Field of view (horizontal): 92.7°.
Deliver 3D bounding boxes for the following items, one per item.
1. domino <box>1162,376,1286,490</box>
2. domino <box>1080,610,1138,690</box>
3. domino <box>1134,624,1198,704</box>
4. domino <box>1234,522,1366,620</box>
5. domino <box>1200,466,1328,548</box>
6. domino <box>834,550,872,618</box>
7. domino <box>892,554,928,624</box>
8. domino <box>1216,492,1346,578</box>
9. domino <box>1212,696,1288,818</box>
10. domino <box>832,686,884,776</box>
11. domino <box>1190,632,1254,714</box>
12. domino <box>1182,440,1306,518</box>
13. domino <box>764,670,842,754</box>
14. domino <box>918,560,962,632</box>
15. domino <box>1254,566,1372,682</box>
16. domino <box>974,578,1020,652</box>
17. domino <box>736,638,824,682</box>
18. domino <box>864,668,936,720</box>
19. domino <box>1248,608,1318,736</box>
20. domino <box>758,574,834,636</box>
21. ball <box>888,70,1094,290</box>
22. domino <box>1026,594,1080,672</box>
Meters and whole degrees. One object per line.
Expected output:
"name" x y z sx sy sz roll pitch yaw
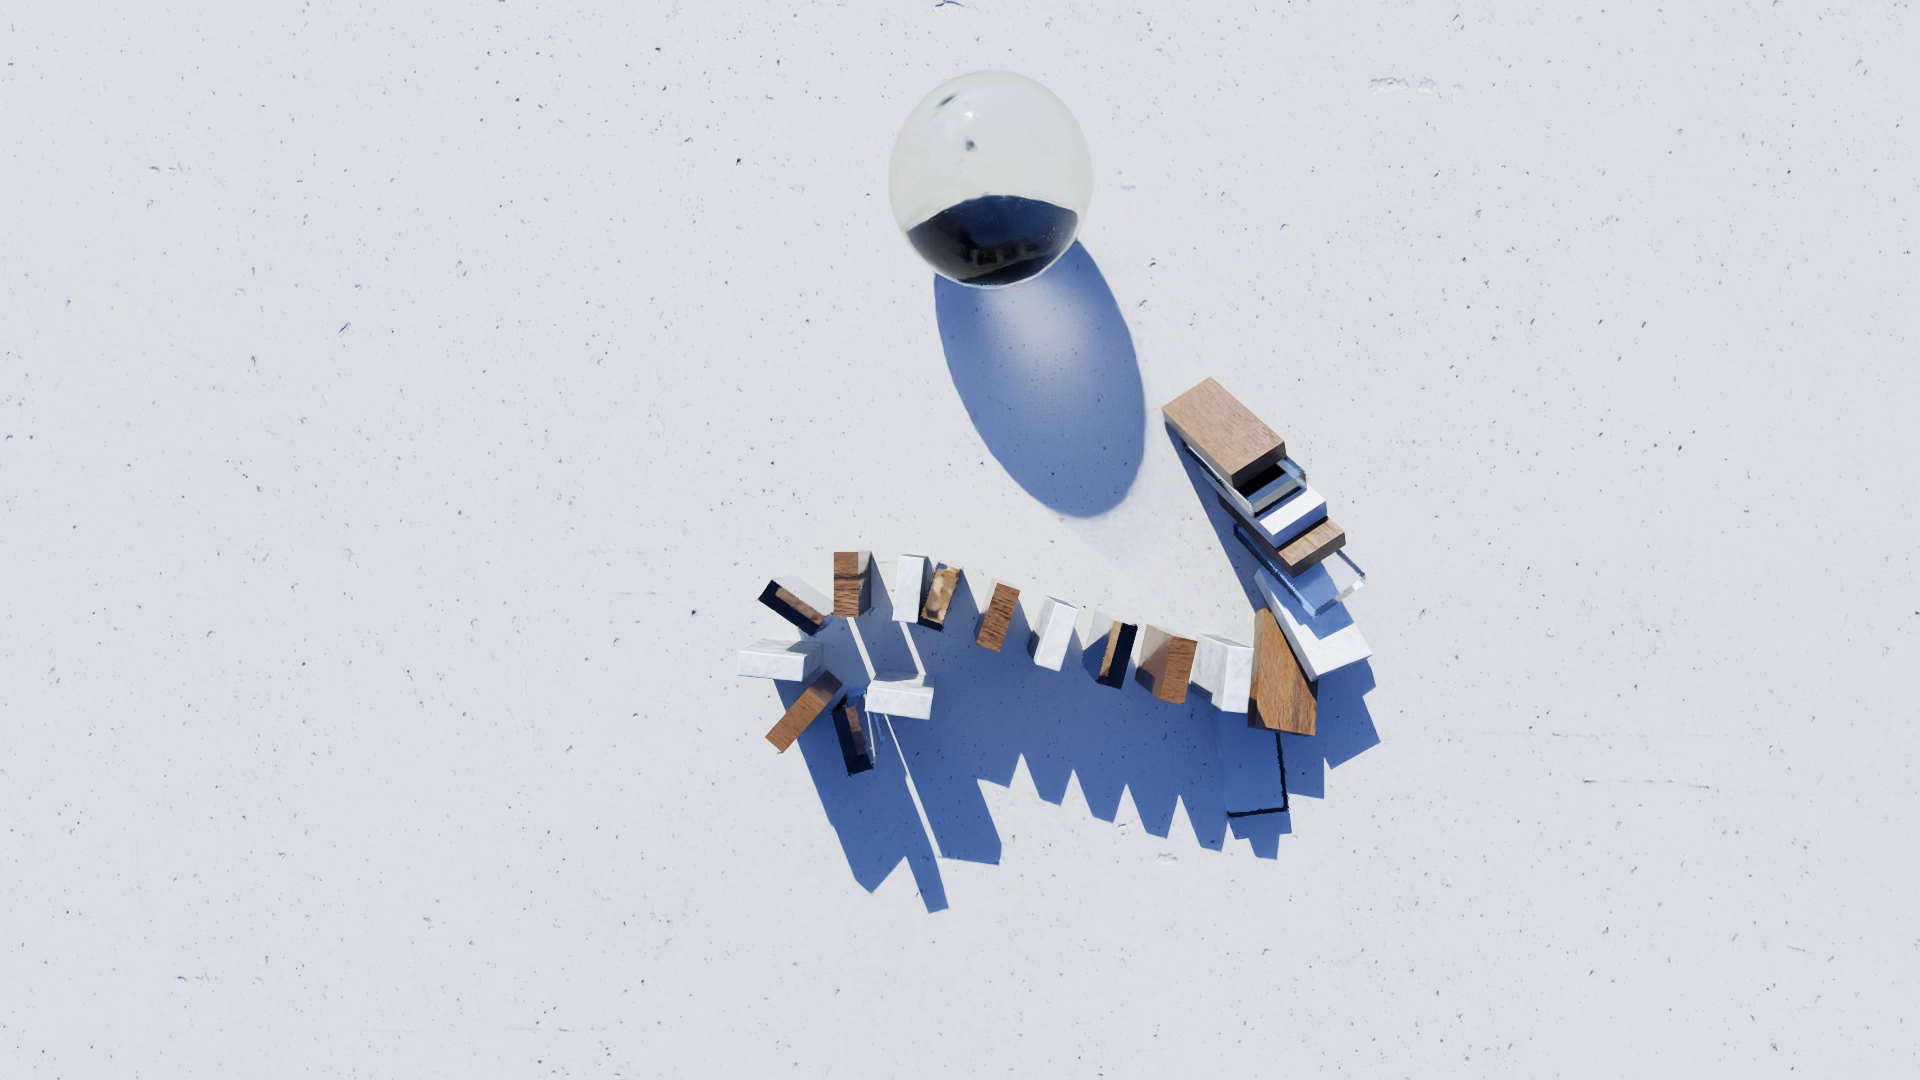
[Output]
"domino" 0.109 -0.045 0.380 0.025 0.009 0.050 -33 48 0
"domino" 0.060 0.044 0.375 0.010 0.050 0.025 15 90 0
"domino" 0.083 0.050 0.375 0.010 0.050 0.025 13 90 0
"domino" 0.141 0.006 0.382 0.025 0.010 0.050 -35 58 -2
"domino" 0.125 -0.022 0.380 0.025 0.009 0.050 -33 48 0
"domino" -0.044 0.017 0.375 0.010 0.050 0.025 0 90 0
"domino" -0.020 0.019 0.375 0.010 0.050 0.025 6 90 0
"domino" 0.132 -0.010 0.380 0.025 0.010 0.050 -33 48 0
"domino" 0.125 0.092 0.395 0.025 0.010 0.050 -7 90 0
"domino" -0.041 0.077 0.375 0.010 0.050 0.025 -15 90 0
"domino" 0.106 0.053 0.375 0.009 0.050 0.025 6 90 0
"domino" 0.117 -0.033 0.380 0.025 0.010 0.050 -33 48 0
"domino" -0.063 0.069 0.375 0.009 0.050 0.025 42 90 0
"domino" -0.008 0.022 0.375 0.010 0.050 0.025 19 90 0
"domino" 0.147 0.031 0.384 0.025 0.010 0.050 -19 66 -6
"domino" 0.015 0.030 0.375 0.010 0.050 0.025 19 90 0
"domino" -0.072 0.048 0.375 0.025 0.050 0.009 6 90 0
"domino" -0.023 0.063 0.375 0.025 0.050 0.009 8 90 0
"domino" 0.138 0.056 0.389 0.025 0.010 0.050 10 74 0
"domino" -0.064 0.026 0.375 0.025 0.050 0.010 35 90 0
"ball" 0.012 -0.140 0.360 0.080 0.080 0.080 0 90 0
"domino" 0.037 0.037 0.375 0.009 0.050 0.025 18 90 0
